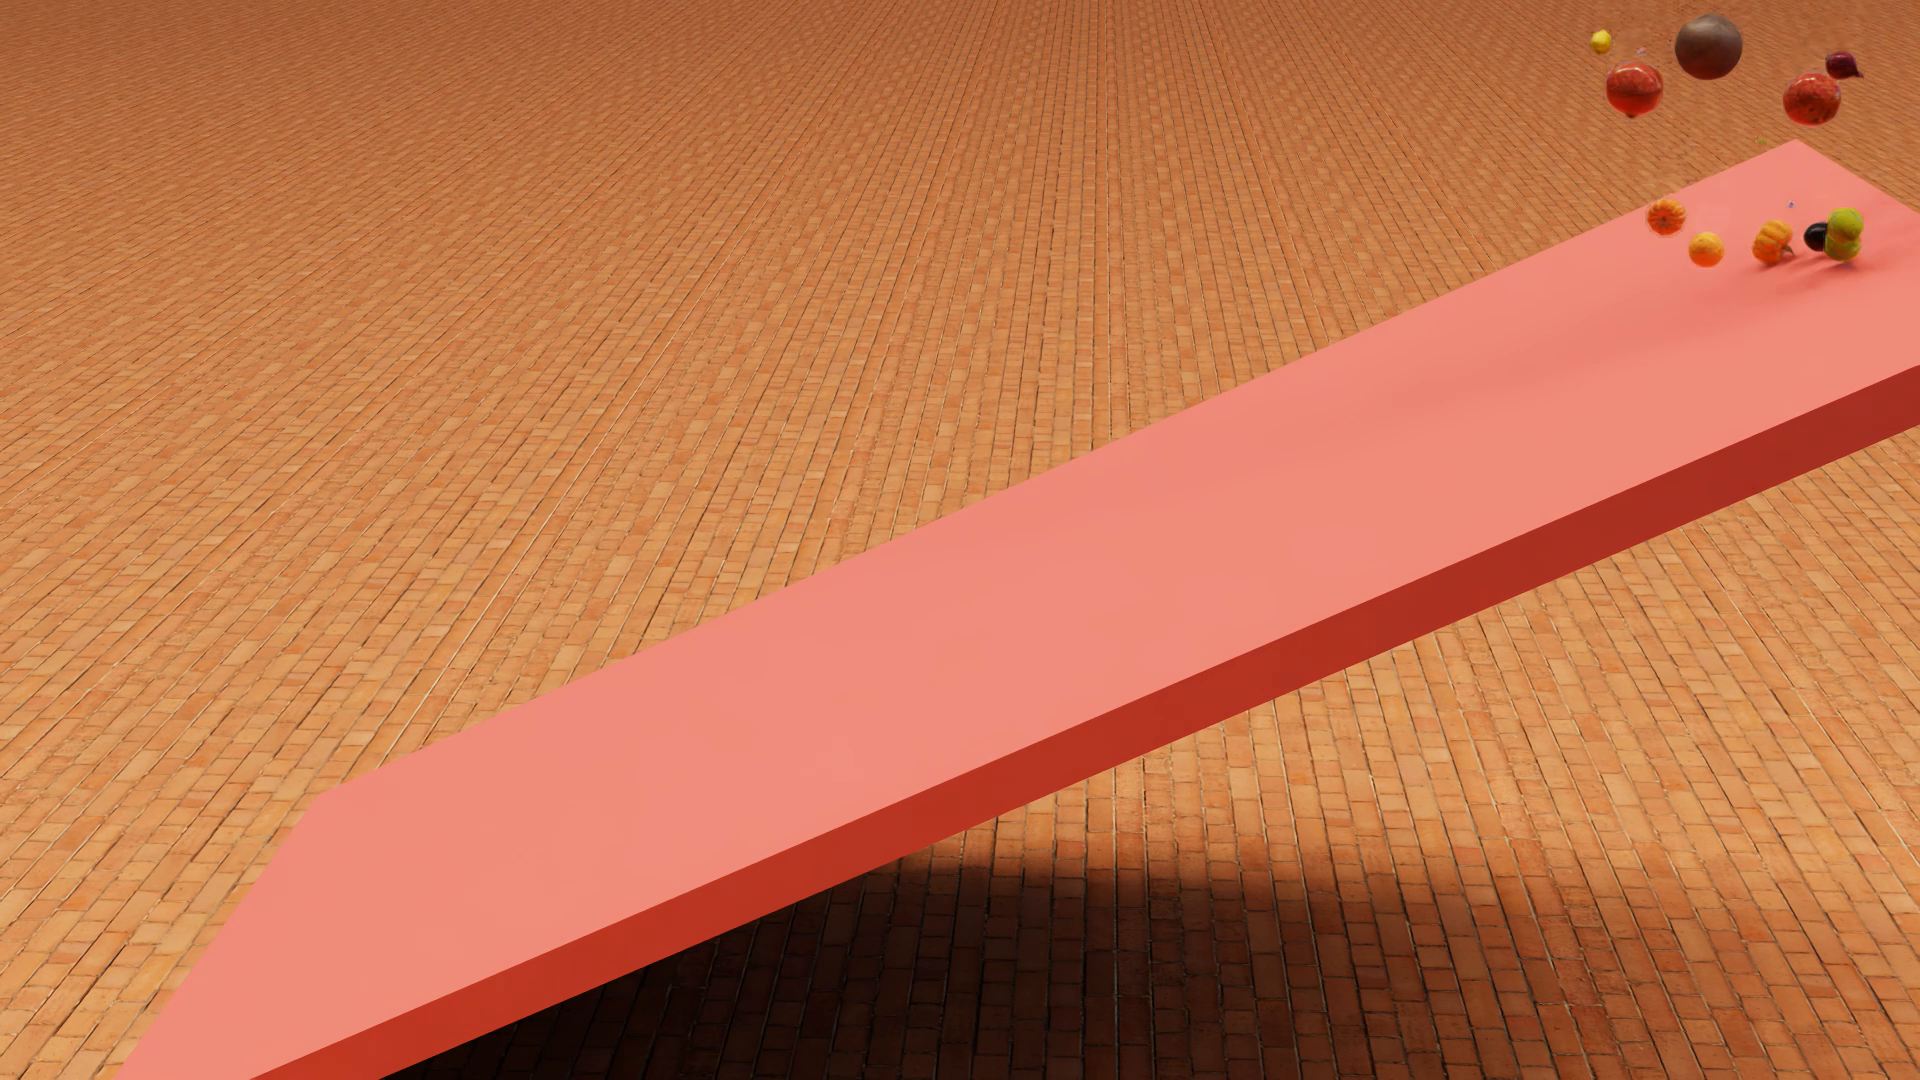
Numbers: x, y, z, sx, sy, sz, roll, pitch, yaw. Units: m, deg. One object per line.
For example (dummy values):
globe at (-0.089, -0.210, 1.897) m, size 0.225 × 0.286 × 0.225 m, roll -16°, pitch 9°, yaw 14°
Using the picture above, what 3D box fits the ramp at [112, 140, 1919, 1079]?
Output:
ramp at (0.135, 0.169, 6.282) m, size 4.000 × 0.100 × 2.000 m, roll -24°, pitch 13°, yaw 9°
